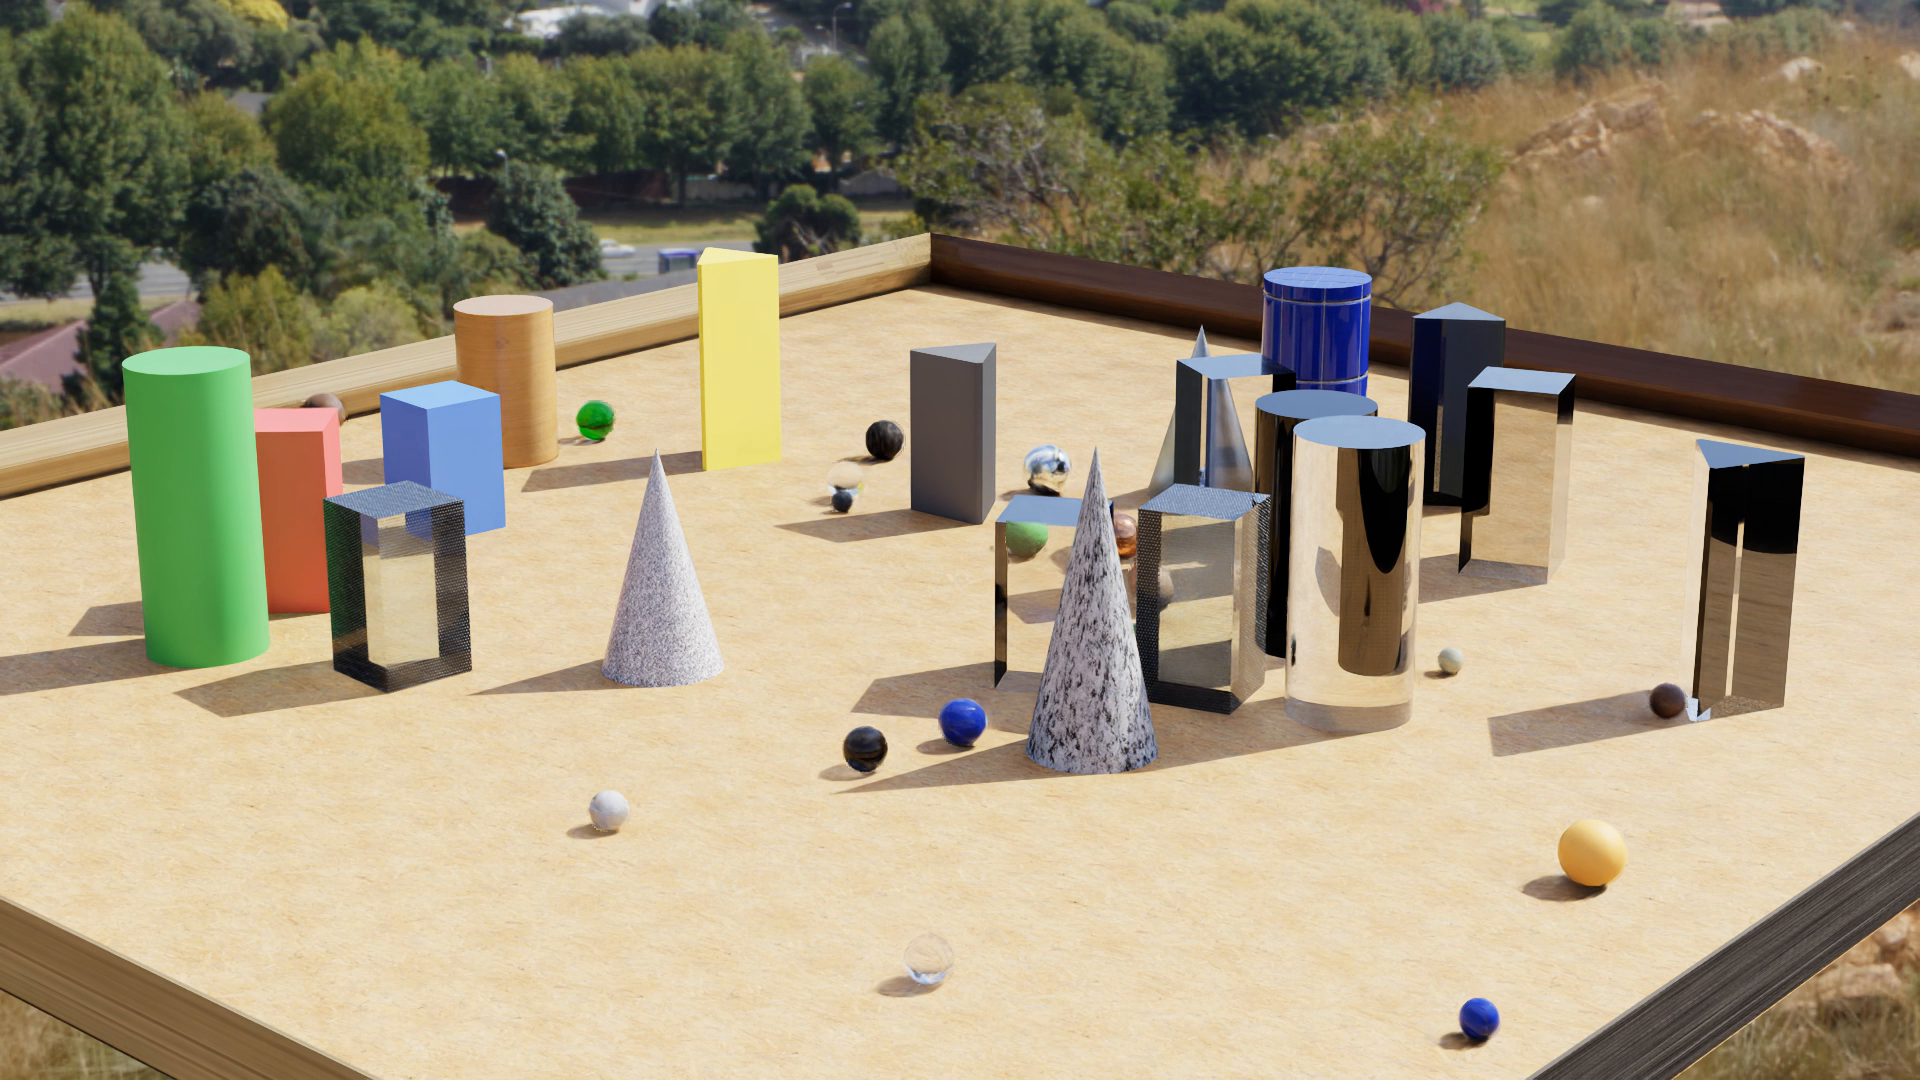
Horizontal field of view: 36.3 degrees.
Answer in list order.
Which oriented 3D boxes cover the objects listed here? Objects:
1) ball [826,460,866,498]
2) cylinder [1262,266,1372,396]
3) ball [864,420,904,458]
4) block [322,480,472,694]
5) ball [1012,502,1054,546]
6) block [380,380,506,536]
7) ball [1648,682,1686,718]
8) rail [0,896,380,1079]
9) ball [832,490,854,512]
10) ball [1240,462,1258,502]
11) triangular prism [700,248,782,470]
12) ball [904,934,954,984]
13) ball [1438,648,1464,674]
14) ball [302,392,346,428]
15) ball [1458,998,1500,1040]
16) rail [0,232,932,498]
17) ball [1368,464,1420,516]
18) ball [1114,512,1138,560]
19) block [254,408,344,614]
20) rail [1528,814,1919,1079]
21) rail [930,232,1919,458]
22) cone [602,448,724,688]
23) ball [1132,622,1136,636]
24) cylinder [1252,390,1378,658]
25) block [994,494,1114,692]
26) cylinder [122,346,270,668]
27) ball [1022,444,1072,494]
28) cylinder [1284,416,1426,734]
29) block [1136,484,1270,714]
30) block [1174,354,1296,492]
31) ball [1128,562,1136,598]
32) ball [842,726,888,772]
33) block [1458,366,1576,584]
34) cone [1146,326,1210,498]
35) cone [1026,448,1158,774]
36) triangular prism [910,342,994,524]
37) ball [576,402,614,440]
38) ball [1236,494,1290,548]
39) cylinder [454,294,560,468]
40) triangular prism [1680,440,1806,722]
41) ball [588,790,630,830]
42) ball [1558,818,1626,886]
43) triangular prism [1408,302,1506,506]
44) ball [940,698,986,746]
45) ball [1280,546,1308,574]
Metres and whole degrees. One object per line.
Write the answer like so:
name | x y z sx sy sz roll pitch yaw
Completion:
ball | -0.221 -0.116 5.709 0.077 0.077 0.077 0 17 0
cylinder | 0.663 -0.262 5.506 0.200 0.472 0.200 0 17 0
ball | -0.156 -0.206 6.002 0.079 0.079 0.079 0 17 0
block | -0.903 0.073 4.712 0.160 0.289 0.160 -15 23 -41
ball | 0.135 -0.029 5.412 0.080 0.080 0.080 0 17 0
block | -0.970 -0.149 5.505 0.160 0.257 0.160 -15 22 -41
ball | 1.094 0.248 4.537 0.055 0.055 0.055 0 17 0
rail | -1.281 0.458 3.707 3.643 0.130 0.045 14 22 39
ball | -0.226 -0.075 5.630 0.043 0.043 0.043 0 17 0
ball | 0.584 -0.113 5.692 0.080 0.080 0.080 0 17 0
triangular prism | -0.476 -0.373 5.960 0.173 0.423 0.150 -9 19 -28
ball | -0.038 0.518 3.626 0.063 0.063 0.063 0 17 0
ball | 0.793 0.194 4.736 0.043 0.043 0.043 0 17 0
ball | -1.341 -0.265 6.177 0.092 0.092 0.092 0 17 0
ball | 0.617 0.568 3.483 0.050 0.050 0.050 0 17 0
rail | -1.357 -0.307 6.248 0.045 0.130 3.955 14 22 39
ball | 0.831 -0.097 5.606 0.099 0.099 0.099 0 17 0
ball | 0.286 -0.008 5.332 0.086 0.086 0.086 0 17 0
block | -1.159 -0.051 5.068 0.160 0.322 0.160 -1 17 -2
rail | 1.357 0.372 3.991 0.045 0.130 3.955 14 22 39
rail | 1.281 -0.393 6.532 3.643 0.130 0.045 14 22 39
cone | -0.483 0.029 4.718 0.200 0.371 0.200 0 17 0
ball | 0.293 0.164 4.808 0.060 0.060 0.060 0 17 0
cylinder | 0.581 -0.026 4.835 0.200 0.408 0.200 0 17 0
block | 0.150 0.087 4.683 0.160 0.278 0.160 4 17 12
cylinder | -1.245 -0.055 4.790 0.200 0.490 0.200 0 17 0
ball | 0.171 -0.139 5.749 0.097 0.097 0.097 0 17 0
cylinder | 0.605 0.051 4.507 0.200 0.450 0.200 0 17 0
block | 0.381 0.091 4.610 0.160 0.314 0.160 8 18 24
block | 0.486 -0.126 5.218 0.160 0.378 0.160 -6 18 -18
ball | 0.340 0.068 5.059 0.098 0.098 0.098 0 17 0
ball | -0.140 0.307 4.319 0.067 0.067 0.067 0 17 0
block | 0.996 -0.117 5.245 0.160 0.347 0.160 7 18 21
cone | 0.467 -0.254 5.708 0.200 0.340 0.200 0 17 0
cone | 0.198 0.087 4.338 0.200 0.477 0.200 0 17 0
triangular prism | 0.019 -0.212 5.614 0.173 0.314 0.150 13 21 38
ball | -0.765 -0.250 6.146 0.081 0.081 0.081 0 17 0
ball | 0.559 -0.035 5.398 0.100 0.100 0.100 0 17 0
cylinder | -0.925 -0.324 5.984 0.200 0.317 0.200 0 17 0
triangular prism | 1.182 0.056 4.568 0.173 0.405 0.150 -7 18 -22
ball | -0.491 0.378 4.103 0.057 0.057 0.057 0 17 0
ball | 0.843 0.417 3.915 0.089 0.089 0.089 0 17 0
triangular prism | 0.959 -0.265 5.694 0.173 0.370 0.150 2 17 8
ball | 0.005 0.274 4.423 0.071 0.071 0.071 0 17 0
ball | 0.599 0.035 5.254 0.048 0.048 0.048 0 17 0
